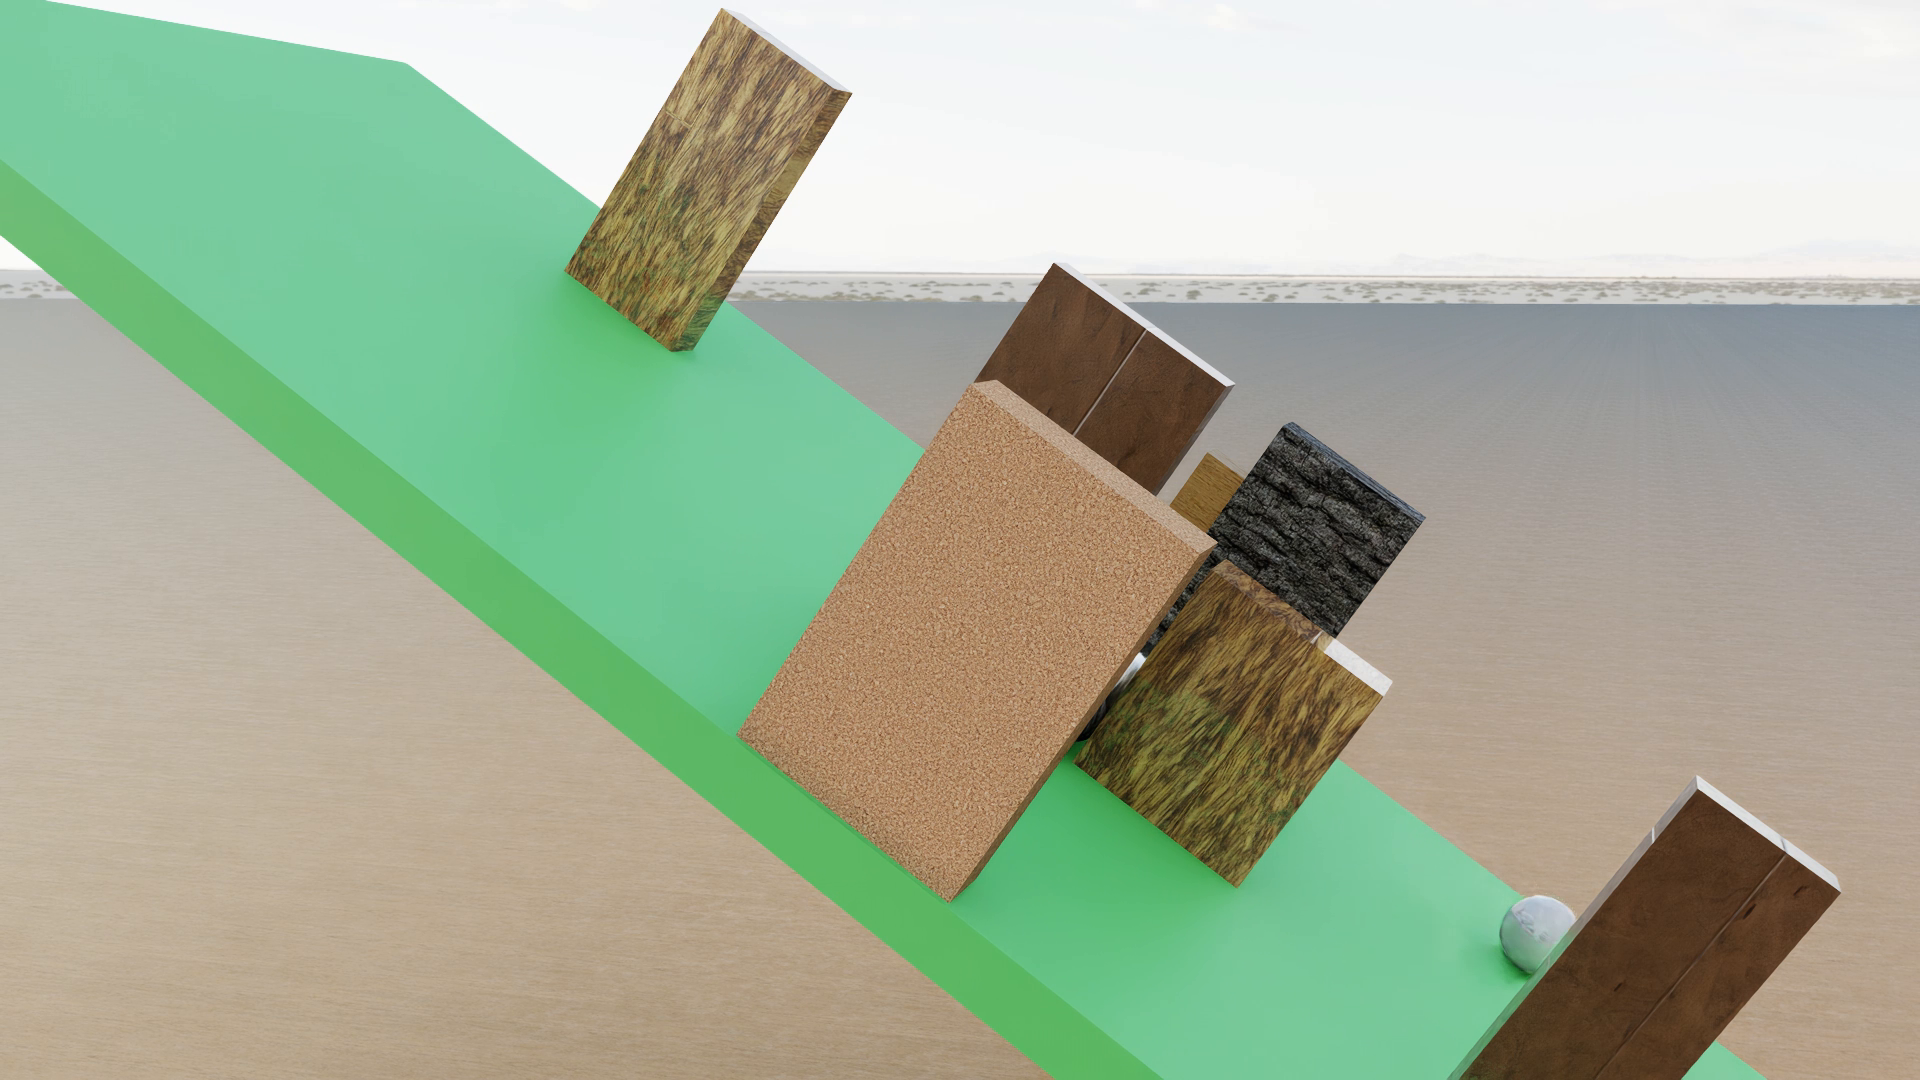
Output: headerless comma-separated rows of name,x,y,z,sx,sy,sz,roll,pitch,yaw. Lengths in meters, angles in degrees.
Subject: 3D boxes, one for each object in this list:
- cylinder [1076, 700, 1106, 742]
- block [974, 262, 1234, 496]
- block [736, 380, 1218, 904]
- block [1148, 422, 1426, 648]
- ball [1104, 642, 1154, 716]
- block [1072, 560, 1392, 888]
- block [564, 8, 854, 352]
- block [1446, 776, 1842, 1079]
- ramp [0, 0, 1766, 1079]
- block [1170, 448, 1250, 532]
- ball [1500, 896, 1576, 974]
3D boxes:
cylinder,0.175,0.292,3.880,0.118,0.118,0.118,5,-5,38
block,0.100,-0.058,3.630,0.343,0.727,0.084,37,16,10
block,0.018,0.141,3.077,0.386,0.612,0.129,37,16,10
block,0.549,0.134,4.121,0.304,0.649,0.116,37,16,10
ball,0.286,0.261,4.054,0.194,0.194,0.194,0,7,0
block,0.474,0.317,3.834,0.358,0.426,0.143,37,16,10
block,-0.526,-0.741,4.565,0.296,0.643,0.110,37,16,10
block,0.988,0.694,3.280,0.242,0.676,0.092,37,16,10
ramp,-0.099,0.174,4.086,4.000,0.100,2.000,37,16,10
block,0.564,0.105,4.634,0.395,0.441,0.102,37,16,10
ball,1.143,0.779,4.332,0.155,0.155,0.155,0,7,0
